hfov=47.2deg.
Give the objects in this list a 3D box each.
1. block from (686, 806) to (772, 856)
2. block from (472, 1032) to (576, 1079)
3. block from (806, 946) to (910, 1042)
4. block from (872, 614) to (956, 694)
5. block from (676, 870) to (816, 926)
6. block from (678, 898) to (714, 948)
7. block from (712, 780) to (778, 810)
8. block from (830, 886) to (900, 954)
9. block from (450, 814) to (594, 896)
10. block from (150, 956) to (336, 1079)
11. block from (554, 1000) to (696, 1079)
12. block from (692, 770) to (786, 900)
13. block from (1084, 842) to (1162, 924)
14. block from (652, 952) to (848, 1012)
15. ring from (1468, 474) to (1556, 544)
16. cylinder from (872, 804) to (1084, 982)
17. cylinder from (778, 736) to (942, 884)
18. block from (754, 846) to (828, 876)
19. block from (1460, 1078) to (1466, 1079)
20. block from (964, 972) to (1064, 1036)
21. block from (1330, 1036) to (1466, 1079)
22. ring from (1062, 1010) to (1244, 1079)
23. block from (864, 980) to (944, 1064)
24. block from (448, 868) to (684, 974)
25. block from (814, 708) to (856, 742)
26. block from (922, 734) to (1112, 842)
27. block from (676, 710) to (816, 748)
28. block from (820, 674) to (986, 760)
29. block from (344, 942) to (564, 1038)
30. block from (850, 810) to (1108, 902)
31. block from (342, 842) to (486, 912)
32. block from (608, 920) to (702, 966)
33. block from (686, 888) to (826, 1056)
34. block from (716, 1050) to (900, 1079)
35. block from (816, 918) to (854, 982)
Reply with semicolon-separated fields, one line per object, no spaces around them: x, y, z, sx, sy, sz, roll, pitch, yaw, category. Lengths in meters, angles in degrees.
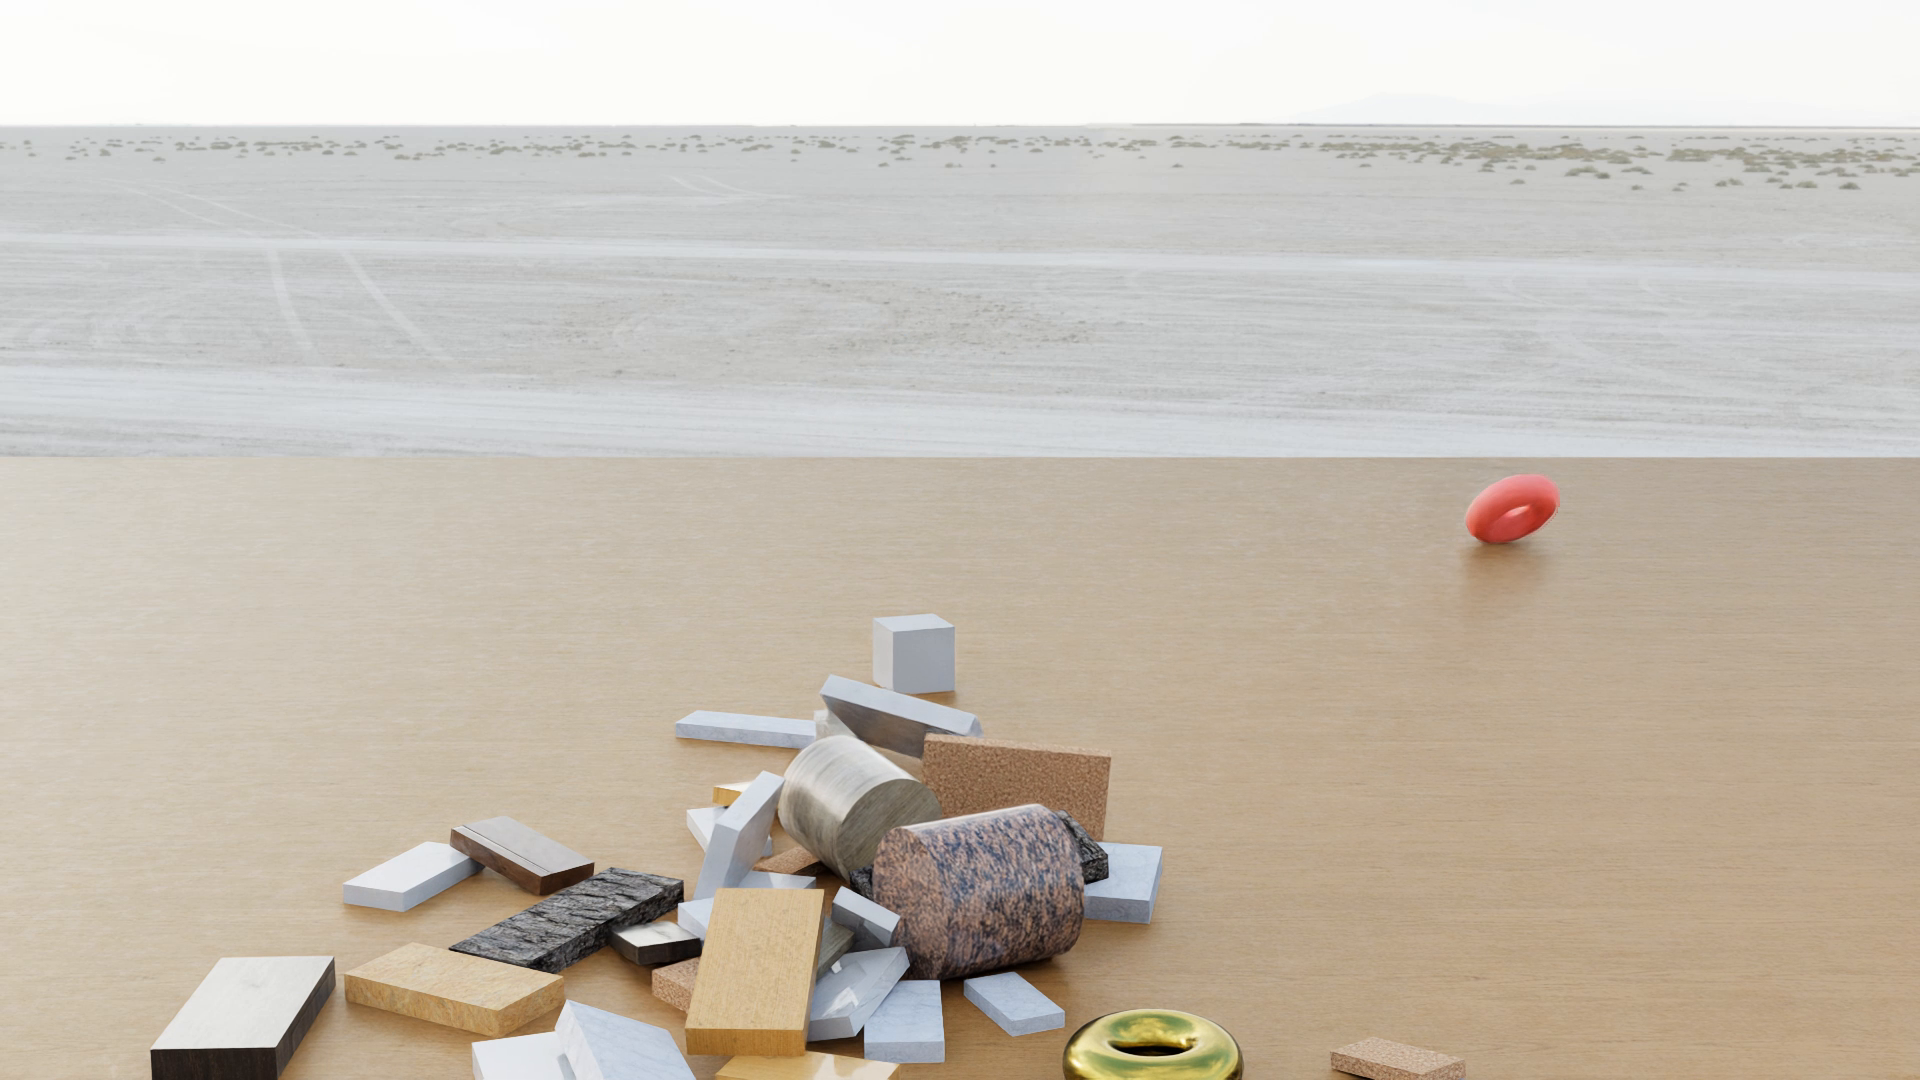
-0.415;0.524;3.941;0.108;0.030;0.215;-4;11;-18;block
-0.536;0.720;2.853;0.151;0.043;0.302;-4;11;-19;block
-0.162;0.648;3.139;0.109;0.031;0.219;-12;12;22;block
-0.106;0.261;5.034;0.148;0.148;0.148;-4;11;-20;block
-0.340;0.596;3.535;0.132;0.037;0.264;3;11;17;block
-0.317;0.597;3.325;0.132;0.037;0.264;-6;12;-28;block
-0.354;0.474;4.106;0.108;0.030;0.215;6;2;30;block
-0.144;0.577;3.256;0.096;0.027;0.193;26;-28;8;block
-0.748;0.536;3.755;0.236;0.033;0.118;19;17;36;block
-1.005;0.671;3.103;0.166;0.047;0.331;0;11;-2;block
-0.422;0.690;2.847;0.151;0.043;0.301;23;2;-22;block
-0.360;0.490;3.594;0.041;0.144;0.289;19;13;6;block
0.166;0.556;3.623;0.316;0.045;0.158;3;25;12;block
-0.310;0.645;3.272;0.264;0.037;0.132;-9;14;-40;block
1.687;-0.095;6.723;0.289;0.289;0.096;-4;54;-21;ring
0.026;0.534;3.330;0.235;0.235;0.235;-6;12;-29;cylinder
-0.171;0.463;3.724;0.206;0.206;0.206;-7;20;-32;cylinder
-0.278;0.557;3.785;0.076;0.022;0.153;7;12;32;block
0.689;0.735;2.825;0.166;0.023;0.083;9;14;39;block
0.077;0.669;3.178;0.083;0.023;0.166;-5;12;-24;block
0.585;0.700;2.941;0.083;0.023;0.166;-7;4;-35;block
0.255;0.691;2.908;0.240;0.080;0.240;-1;10;0;ring
-0.080;0.679;3.107;0.109;0.031;0.219;0;11;-2;block
-0.613;0.607;3.468;0.144;0.041;0.415;5;12;26;block
-0.236;0.416;4.276;0.033;0.118;0.236;-8;12;-15;block
0.096;0.445;3.918;0.331;0.166;0.047;5;10;1;block
-0.396;0.401;4.606;0.390;0.030;0.108;4;11;18;block
-0.102;0.368;4.339;0.331;0.166;0.047;14;59;27;block
-0.739;0.654;3.210;0.289;0.041;0.144;6;12;28;block
0.031;0.542;3.562;0.389;0.045;0.158;-13;27;-21;block
-0.918;0.566;3.708;0.118;0.033;0.236;4;11;21;block
-0.467;0.615;3.360;0.096;0.027;0.193;-4;0;-22;block
-0.282;0.601;3.082;0.158;0.045;0.316;0;27;2;block
-0.201;0.715;2.911;0.219;0.031;0.109;4;11;19;block
-0.246;0.606;3.175;0.096;0.027;0.193;26;35;20;block
